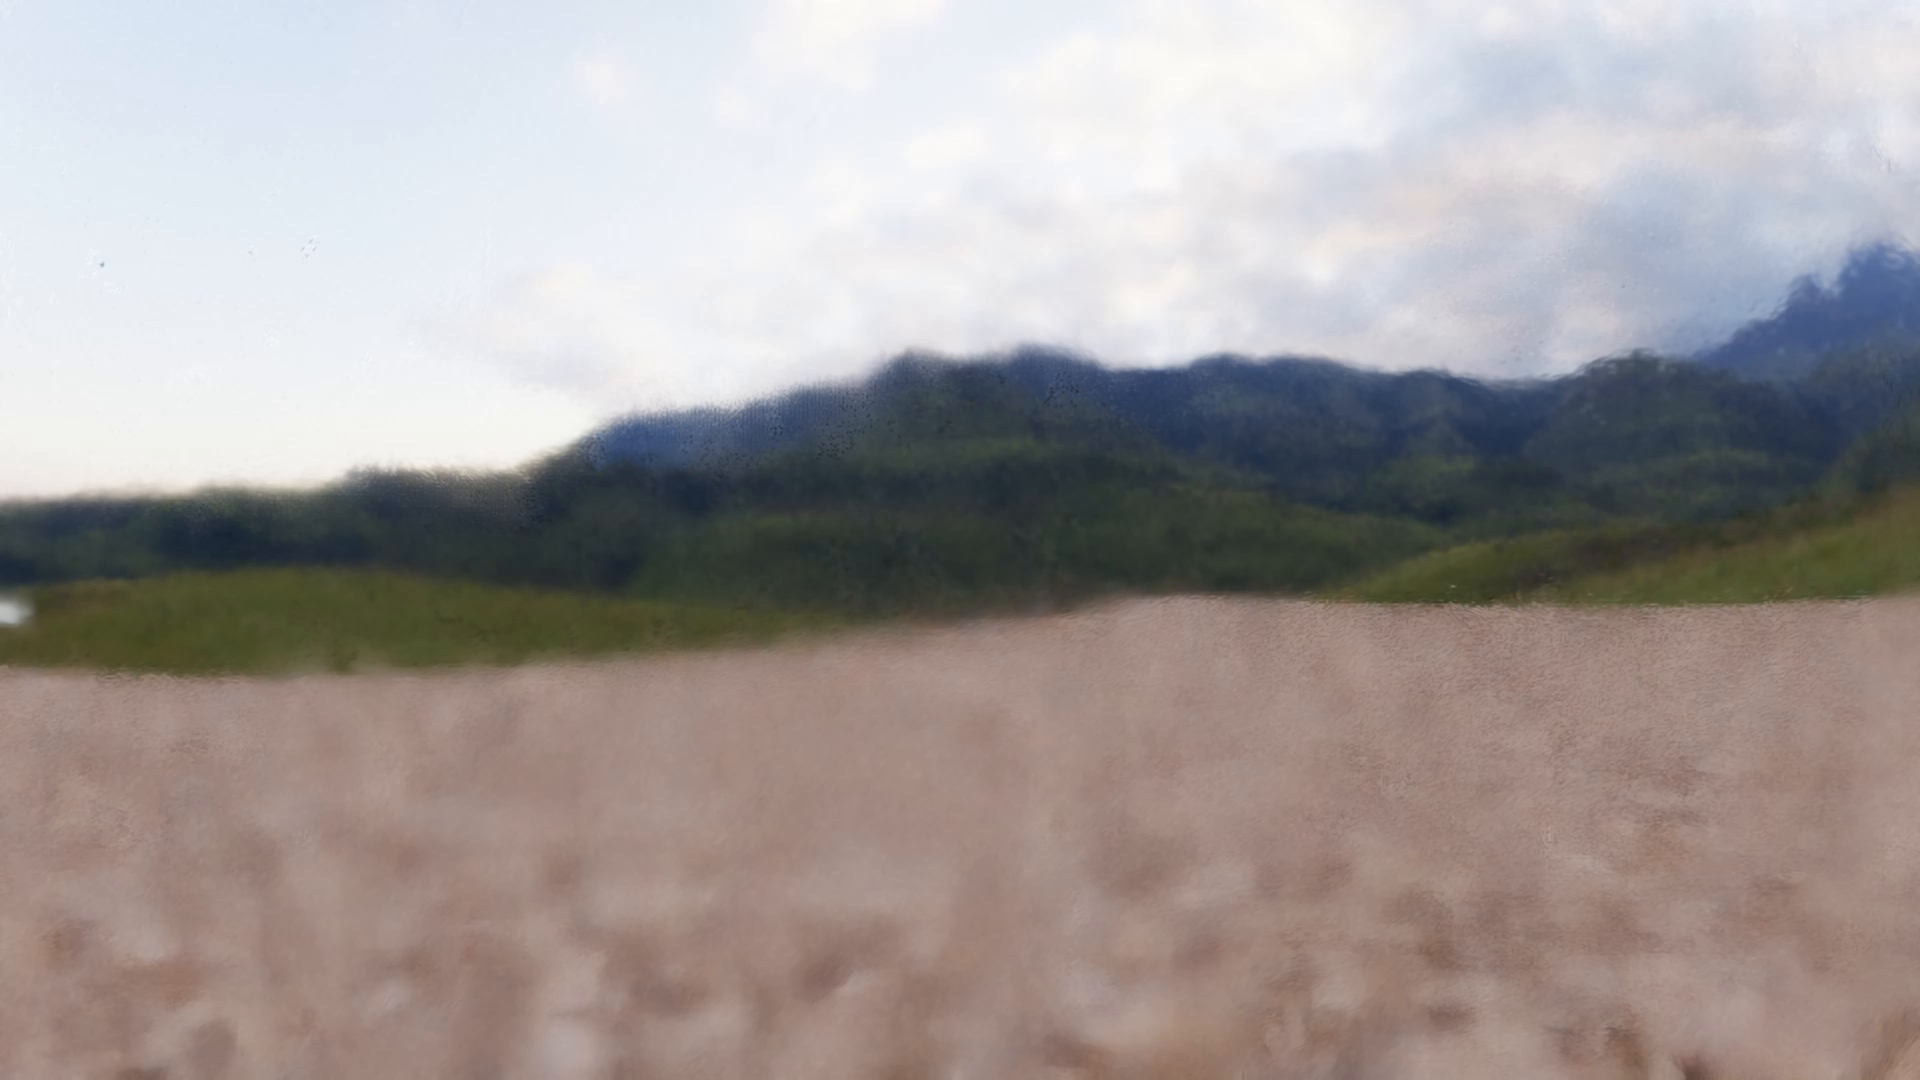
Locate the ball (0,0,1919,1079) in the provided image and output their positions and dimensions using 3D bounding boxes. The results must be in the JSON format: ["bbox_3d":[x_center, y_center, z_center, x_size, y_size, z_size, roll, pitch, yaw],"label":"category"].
[{"bbox_3d":[0.000,-0.002,0.056,0.080,0.080,0.080,0,4,0],"label":"ball"}]
